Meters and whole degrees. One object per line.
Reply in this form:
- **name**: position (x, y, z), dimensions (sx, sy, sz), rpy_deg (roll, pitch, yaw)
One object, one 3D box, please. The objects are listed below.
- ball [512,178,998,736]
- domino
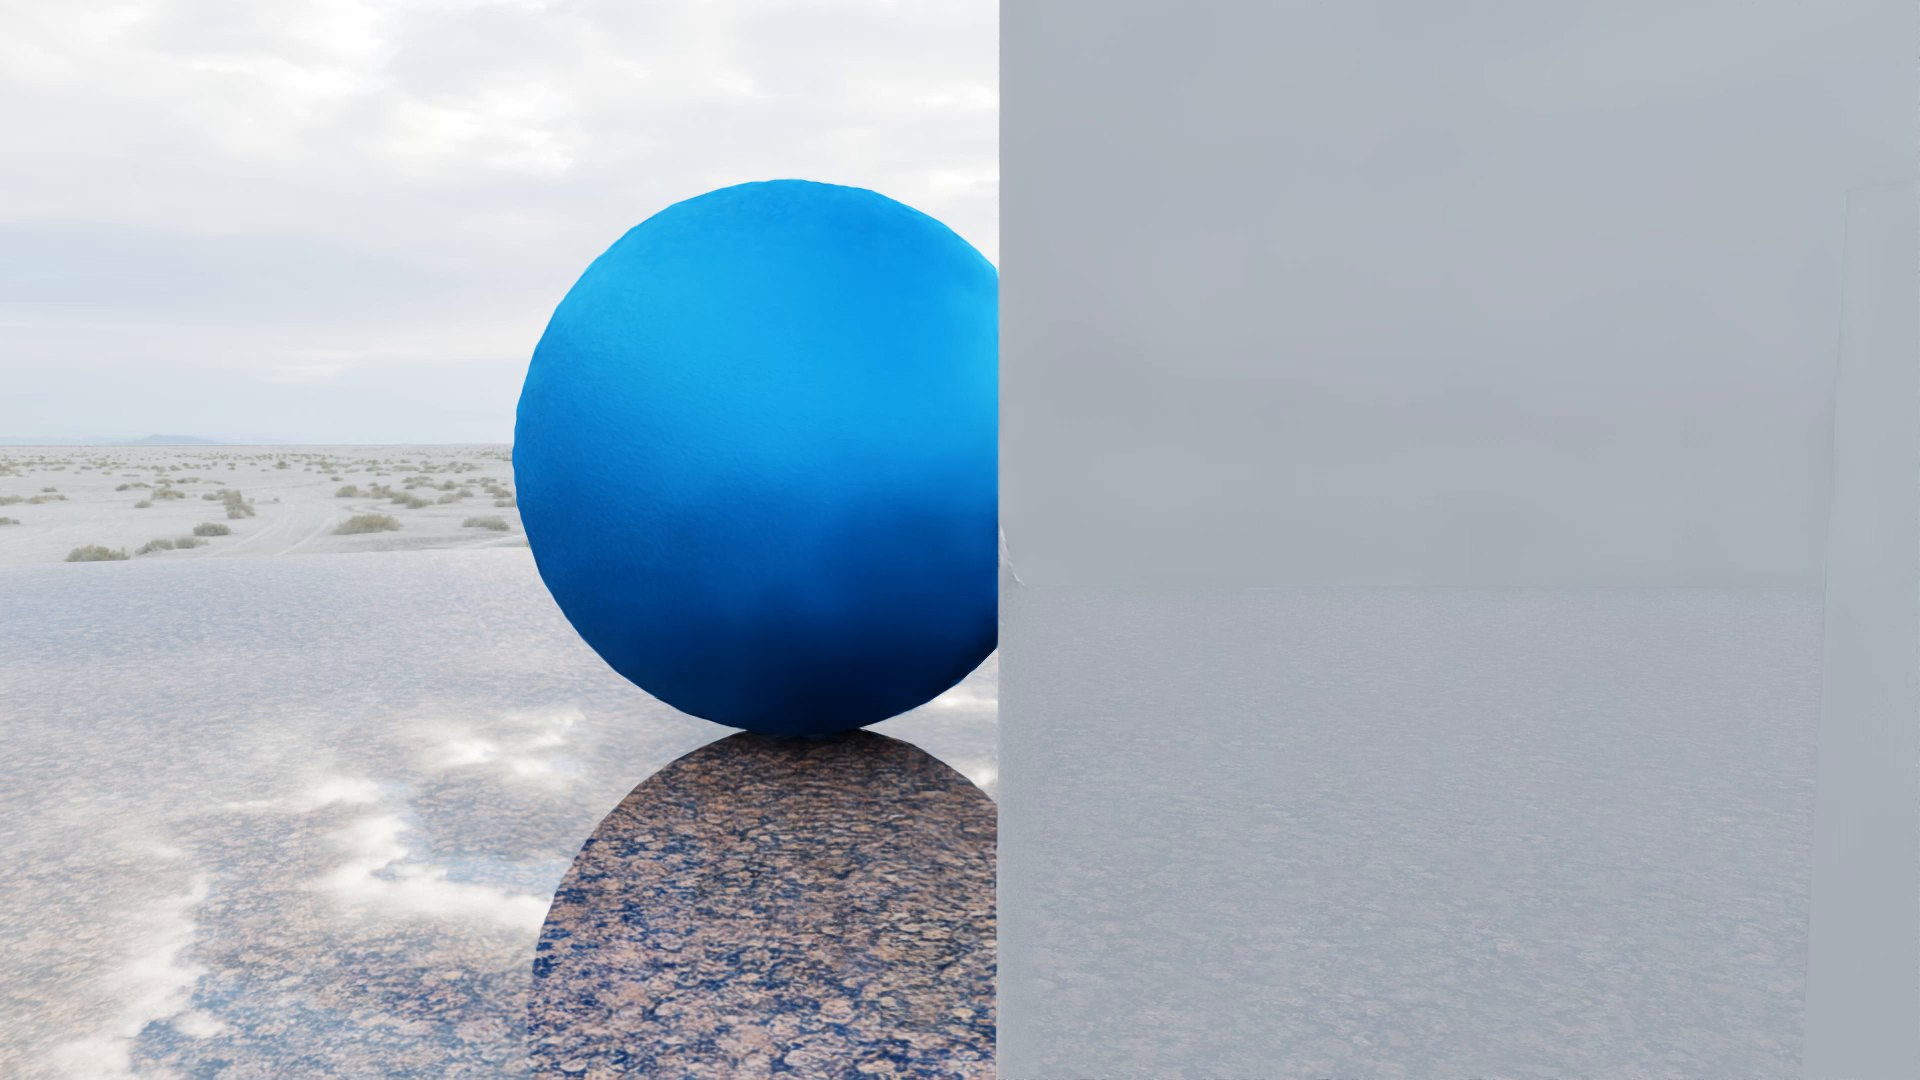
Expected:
- **ball**: position (-0.023, -0.012, 0.189), dimensions (0.080, 0.080, 0.080), rpy_deg (0, 4, 0)
- **domino**: position (0.013, 0.017, 0.010), dimensions (0.025, 0.050, 0.010), rpy_deg (3, 5, 33)
